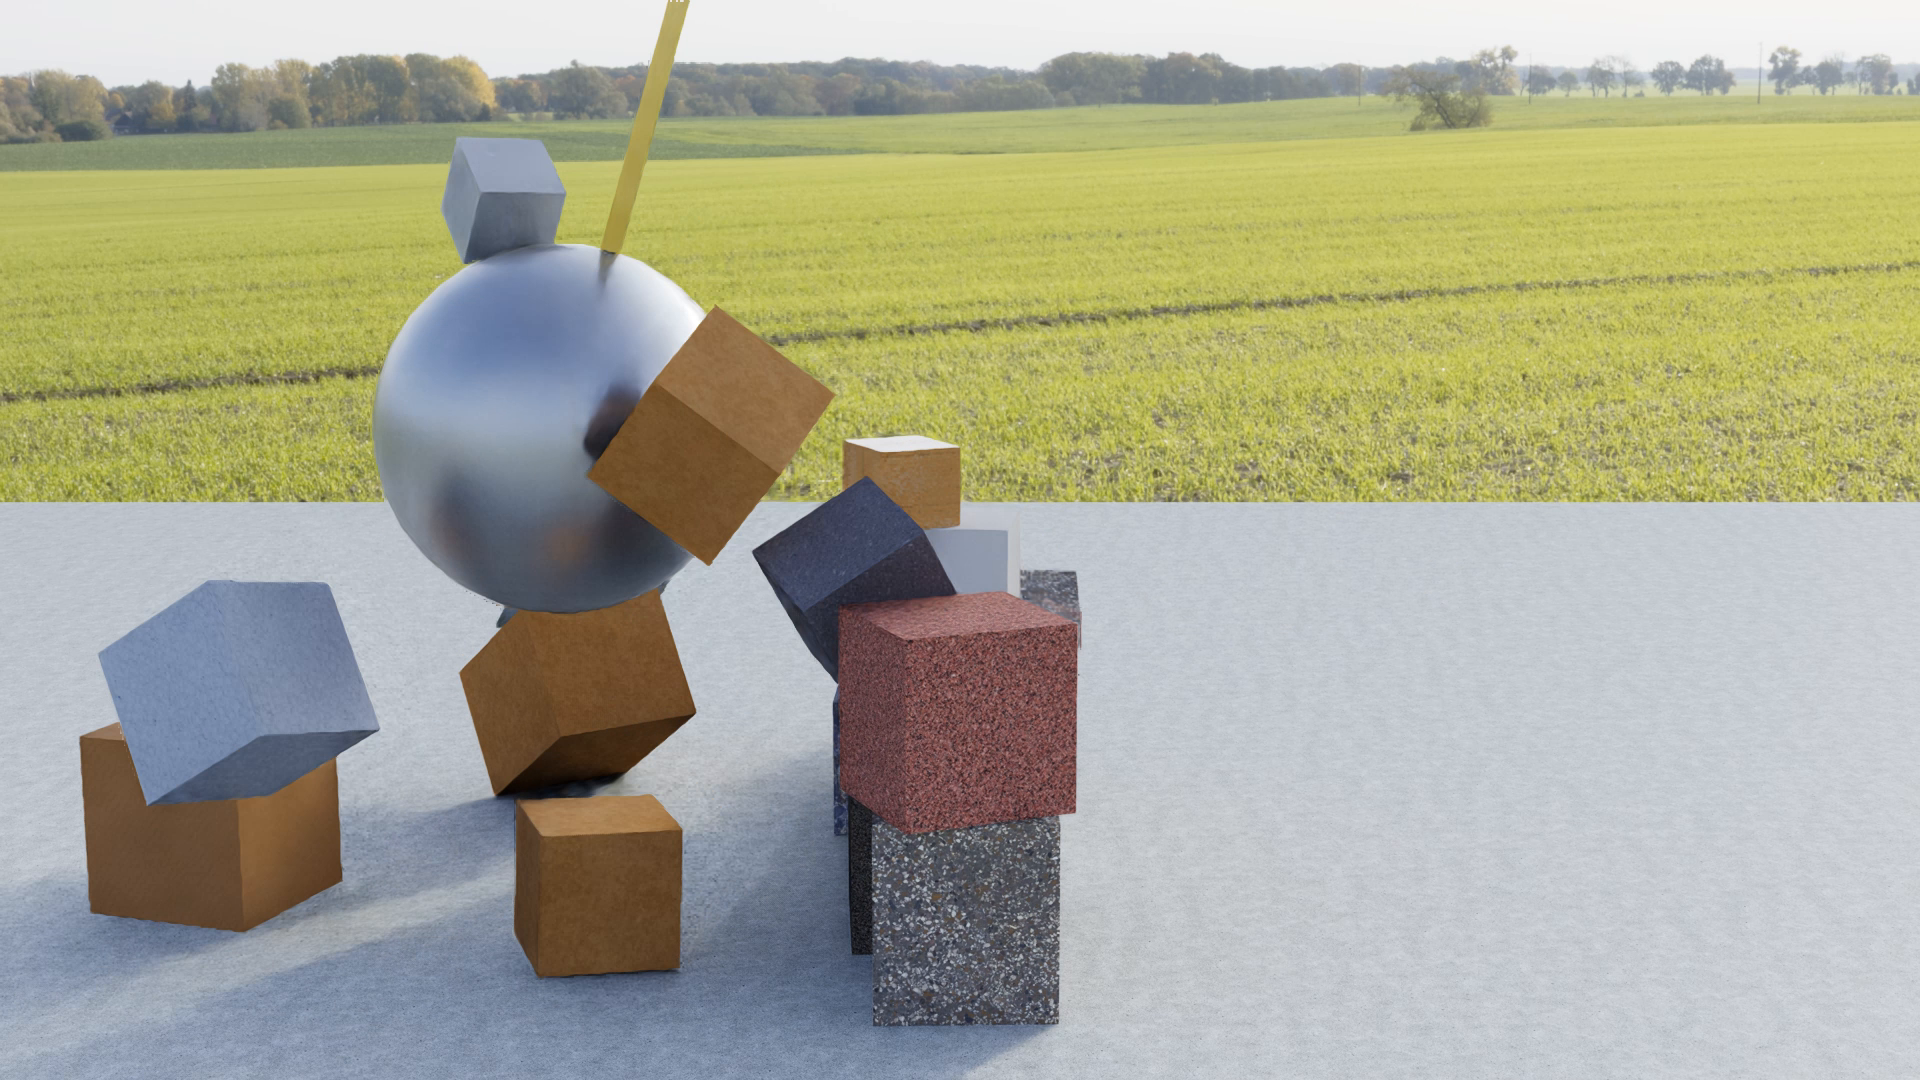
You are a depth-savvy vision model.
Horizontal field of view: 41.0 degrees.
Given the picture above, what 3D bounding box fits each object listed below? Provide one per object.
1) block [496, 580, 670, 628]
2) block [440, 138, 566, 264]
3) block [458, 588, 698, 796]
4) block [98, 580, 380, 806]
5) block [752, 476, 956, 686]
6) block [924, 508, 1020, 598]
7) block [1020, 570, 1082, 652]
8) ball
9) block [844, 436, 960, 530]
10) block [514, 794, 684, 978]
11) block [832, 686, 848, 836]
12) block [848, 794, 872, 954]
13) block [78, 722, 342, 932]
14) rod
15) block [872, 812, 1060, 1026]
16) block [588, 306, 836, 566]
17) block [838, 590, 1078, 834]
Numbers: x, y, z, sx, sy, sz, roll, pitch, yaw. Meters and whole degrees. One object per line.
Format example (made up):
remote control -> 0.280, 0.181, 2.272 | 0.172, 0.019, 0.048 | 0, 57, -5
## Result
block -> -1.954, 0.298, 13.399 | 0.616, 0.618, 0.536 | 35, 51, -2
block -> -2.012, -1.489, 11.291 | 0.387, 0.397, 0.390 | -3, 45, -29
block -> -1.886, 0.750, 12.607 | 0.737, 0.662, 0.846 | -8, -20, -36
block -> -2.855, 0.601, 10.173 | 0.653, 0.651, 0.663 | -30, -15, 25
block -> -0.382, 0.206, 10.186 | 0.560, 0.543, 0.559 | -34, 35, -9
block -> -0.041, 0.223, 12.847 | 0.625, 0.679, 0.641 | 1, 10, 7
block -> 0.411, 0.550, 14.423 | 0.481, 0.550, 0.544 | 2, 32, -1
ball -> -1.722, -0.481, 11.093 | 1.600, 1.600, 1.600 | 0, 10, 0
block -> -0.288, -0.280, 12.616 | 0.418, 0.392, 0.459 | -5, 11, -27
block -> -1.457, 1.377, 10.302 | 0.561, 0.564, 0.571 | 0, 9, -19
block -> -0.183, 1.005, 12.255 | 0.795, 0.638, 0.702 | 0, 10, 1
block -> -0.071, 1.187, 10.661 | 0.776, 0.851, 0.736 | -1, 10, -3
block -> -3.205, 1.162, 11.020 | 0.764, 0.772, 0.735 | 4, 11, 19
rod -> -0.746, -3.685, 10.510 | 0.080, 5.200, 0.080 | 16, 10, -3
block -> 0.011, 1.360, 9.909 | 0.696, 0.779, 0.794 | 0, 10, -2
block -> -0.969, -0.410, 10.034 | 0.588, 0.584, 0.608 | 37, 38, -6
block -> -0.015, 0.635, 9.694 | 0.690, 0.724, 0.667 | -4, 11, -23
